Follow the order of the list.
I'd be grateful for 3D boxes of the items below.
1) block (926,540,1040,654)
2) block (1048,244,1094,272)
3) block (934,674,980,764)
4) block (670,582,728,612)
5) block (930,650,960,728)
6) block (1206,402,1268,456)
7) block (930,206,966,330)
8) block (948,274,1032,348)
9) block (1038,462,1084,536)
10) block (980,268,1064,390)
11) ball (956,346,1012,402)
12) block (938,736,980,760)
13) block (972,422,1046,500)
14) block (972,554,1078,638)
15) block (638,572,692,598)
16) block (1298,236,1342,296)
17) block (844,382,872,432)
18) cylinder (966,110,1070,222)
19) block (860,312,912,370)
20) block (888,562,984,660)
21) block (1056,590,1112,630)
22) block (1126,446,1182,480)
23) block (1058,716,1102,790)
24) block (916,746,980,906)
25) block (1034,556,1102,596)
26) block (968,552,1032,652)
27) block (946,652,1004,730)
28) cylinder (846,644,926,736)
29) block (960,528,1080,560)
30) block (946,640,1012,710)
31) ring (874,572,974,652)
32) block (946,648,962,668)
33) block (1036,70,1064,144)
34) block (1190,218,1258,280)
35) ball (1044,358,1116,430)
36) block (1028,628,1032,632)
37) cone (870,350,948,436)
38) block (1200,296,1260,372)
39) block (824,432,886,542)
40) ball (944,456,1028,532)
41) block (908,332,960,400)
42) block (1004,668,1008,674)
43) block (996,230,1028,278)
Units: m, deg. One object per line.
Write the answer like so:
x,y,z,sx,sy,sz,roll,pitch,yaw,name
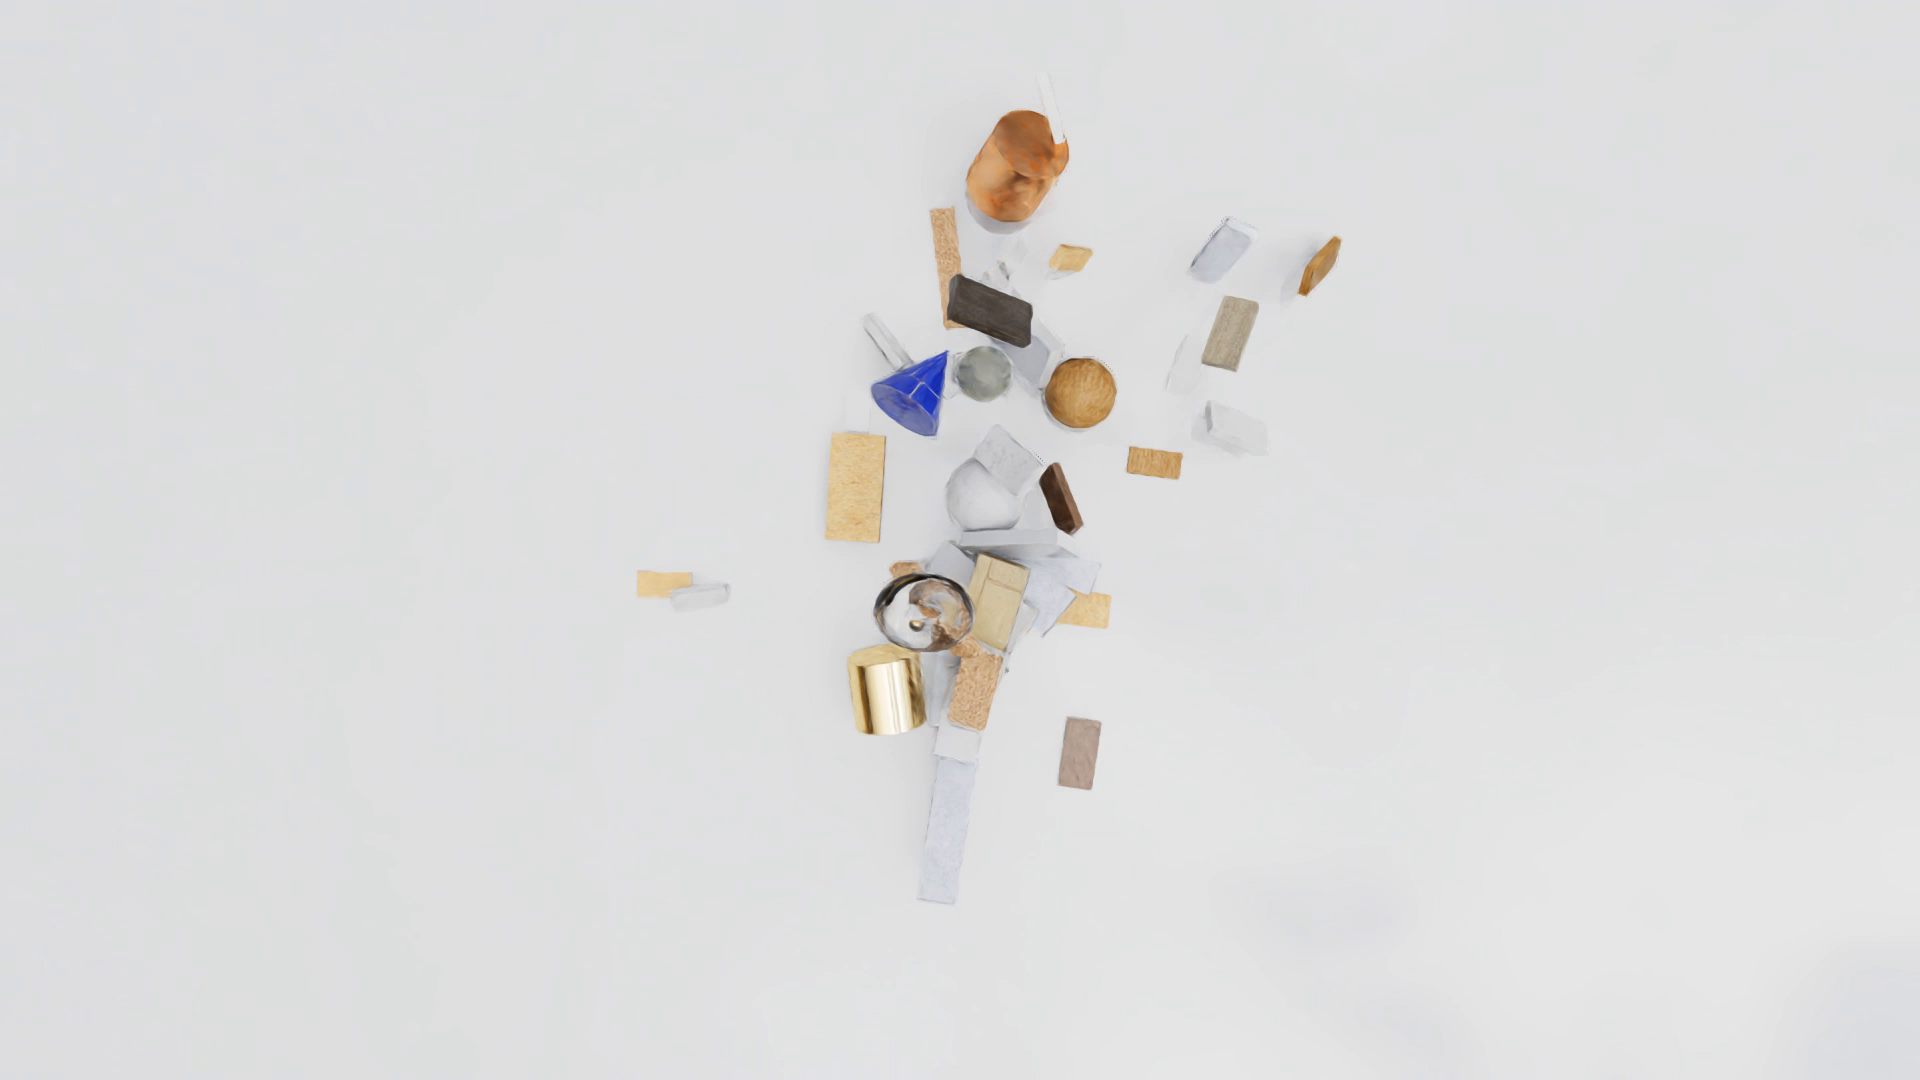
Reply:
0.065,0.184,5.405,0.385,0.048,0.171,39,107,15,block
0.364,-0.925,5.414,0.023,0.162,0.081,50,122,26,block
0.005,0.581,5.370,0.134,0.038,0.267,11,75,2,block
-0.862,0.189,5.454,0.176,0.088,0.025,-9,53,-3,block
-0.018,0.487,5.435,0.134,0.038,0.267,6,75,1,block
0.902,-0.361,5.370,0.222,0.031,0.111,21,49,-20,block
-0.035,-0.904,5.489,0.081,0.023,0.398,-7,90,0,block
0.085,-0.637,4.605,0.256,0.036,0.128,18,63,-28,block
0.321,-0.124,5.274,0.031,0.111,0.222,-13,74,-27,block
0.182,-0.686,5.345,0.050,0.178,0.380,-22,62,-32,block
0.078,-0.543,5.386,0.185,0.185,0.185,0,90,0,ball
-0.002,0.589,5.446,0.134,0.038,0.267,2,75,0,block
0.153,-0.249,5.197,0.128,0.036,0.256,-52,50,10,block
0.194,0.140,5.431,0.356,0.050,0.178,40,90,15,block
-0.983,0.150,5.488,0.175,0.025,0.088,2,90,0,block
1.176,-0.893,5.385,0.031,0.109,0.218,29,48,19,block
-0.338,-0.442,5.489,0.081,0.023,0.162,6,90,0,block
0.184,-1.203,5.321,0.257,0.257,0.257,8,66,-18,cylinder
-0.242,-0.658,5.446,0.029,0.104,0.207,-37,90,19,block
-0.073,0.215,5.026,0.036,0.128,0.360,-46,113,-23,block
0.383,0.226,5.484,0.229,0.032,0.114,7,90,0,block
0.647,-0.256,5.488,0.175,0.025,0.088,8,90,0,block
0.398,0.710,5.484,0.114,0.032,0.229,9,90,0,block
-0.034,0.903,5.365,0.125,0.035,0.554,8,65,3,block
0.341,0.090,5.464,0.229,0.032,0.114,20,89,10,block
0.098,0.227,5.324,0.171,0.048,0.341,19,102,9,block
0.047,0.476,5.265,0.125,0.035,0.249,16,110,7,block
-0.238,0.485,5.363,0.233,0.233,0.233,-7,101,0,cylinder
0.193,0.014,5.289,0.341,0.171,0.048,-2,74,28,block
0.060,0.457,5.294,0.125,0.035,0.249,25,111,4,block
-0.105,0.216,4.865,0.301,0.100,0.301,2,135,2,ring
-0.003,0.342,5.442,0.081,0.023,0.161,2,58,-2,block
0.281,-1.345,5.131,0.031,0.109,0.218,-15,106,5,block
0.854,-0.938,5.335,0.109,0.246,0.031,23,59,-11,block
0.394,-0.479,5.383,0.233,0.233,0.233,0,90,0,ball
0.193,0.230,5.468,0.081,0.023,0.161,-28,85,3,block
-0.111,-0.525,5.412,0.266,0.266,0.266,35,72,0,cone
0.823,-0.630,5.025,0.111,0.031,0.222,16,79,24,block
-0.346,-0.173,5.475,0.178,0.050,0.356,4,90,0,block
0.084,-0.142,5.365,0.269,0.269,0.269,0,90,0,ball
-0.069,-0.578,5.485,0.103,0.029,0.207,-40,90,0,block
0.113,0.394,5.287,0.045,0.013,0.091,-36,93,17,block
0.171,-0.933,5.395,0.029,0.207,0.103,35,89,9,block
